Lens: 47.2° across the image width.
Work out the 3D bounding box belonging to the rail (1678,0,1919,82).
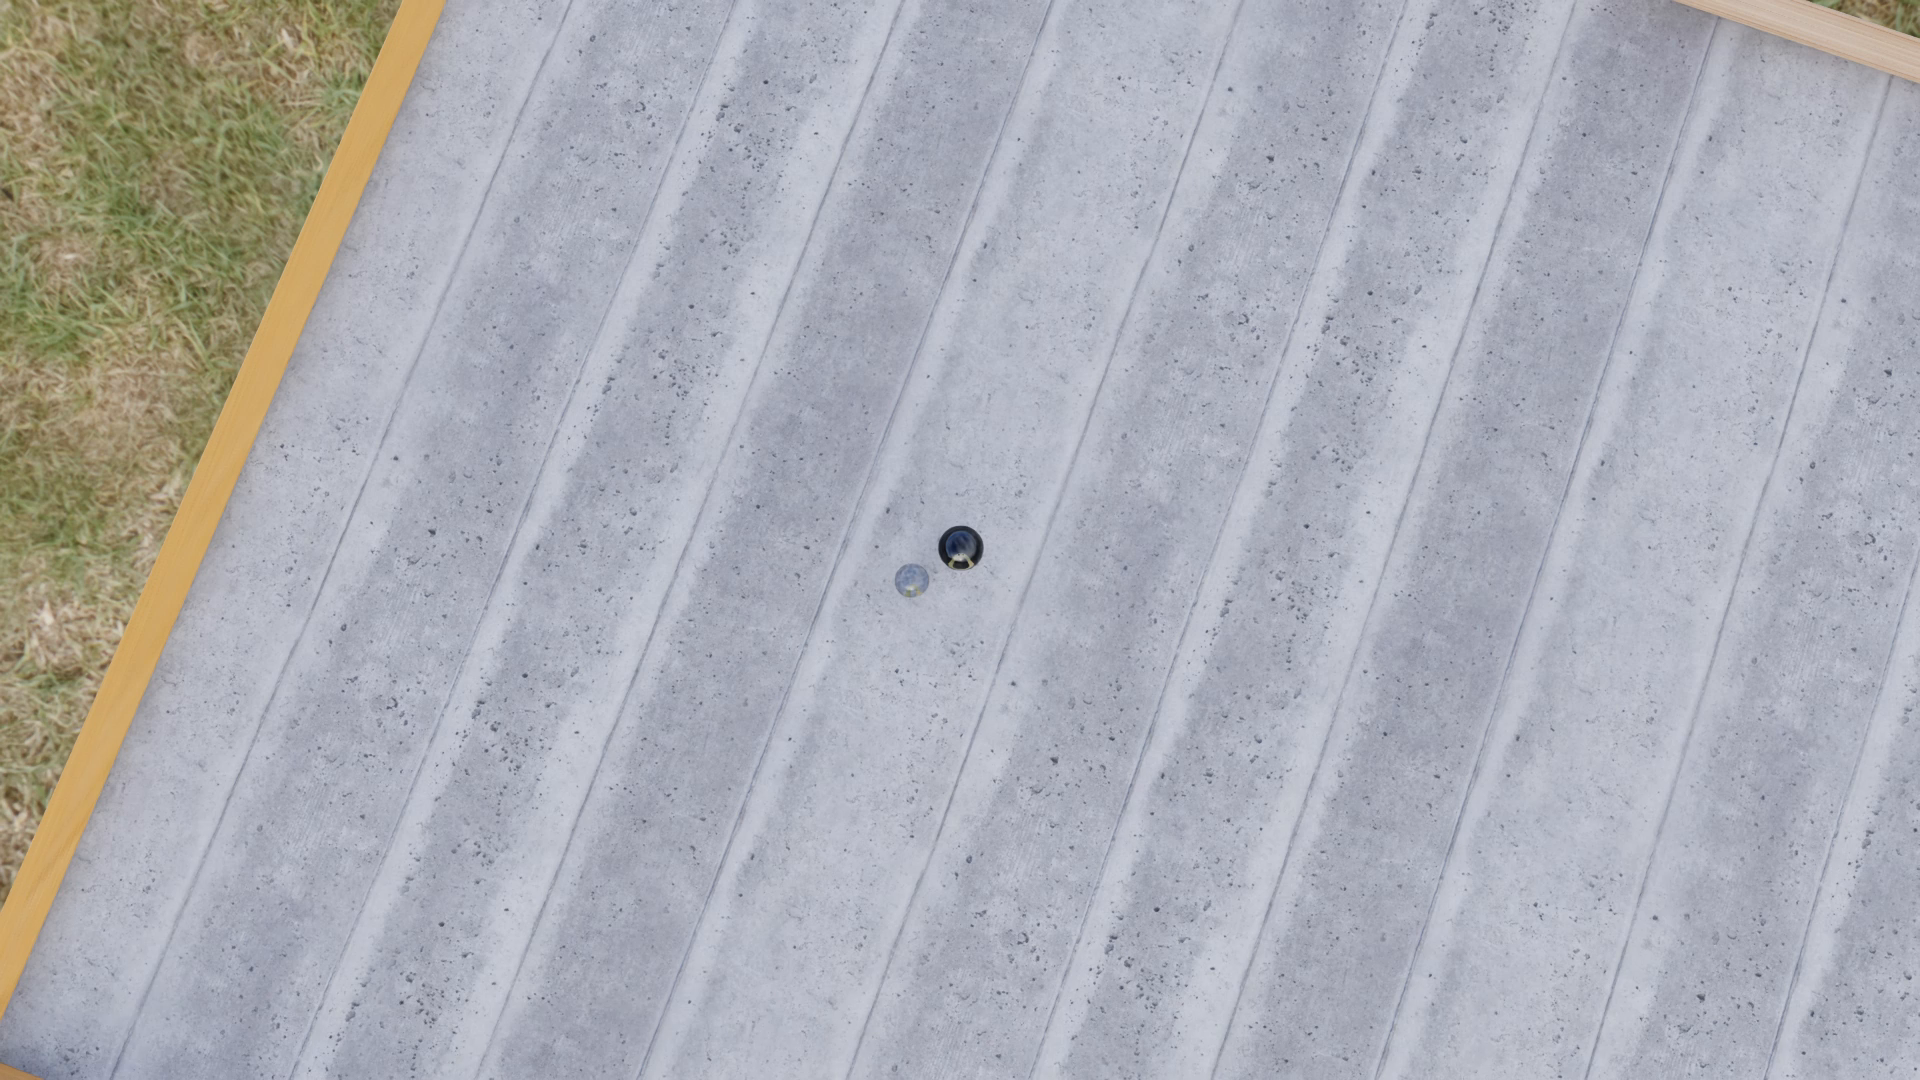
[{"bbox_3d":[1.444,-0.748,3.417,4.377,0.090,0.045,20,80,4],"label":"rail"}]

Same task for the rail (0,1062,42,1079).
[{"bbox_3d":[0.610,1.485,3.002,4.377,0.090,0.045,20,80,4],"label":"rail"}]

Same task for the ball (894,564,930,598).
[{"bbox_3d":[-0.072,0.061,3.287,0.052,0.052,0.052,0,79,0],"label":"ball"}]

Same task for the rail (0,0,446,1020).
[{"bbox_3d":[-1.005,-0.366,3.346,0.045,0.090,2.467,20,80,4],"label":"rail"}]

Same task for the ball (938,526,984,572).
[{"bbox_3d":[0.002,0.012,3.288,0.069,0.069,0.069,0,79,0],"label":"ball"}]
